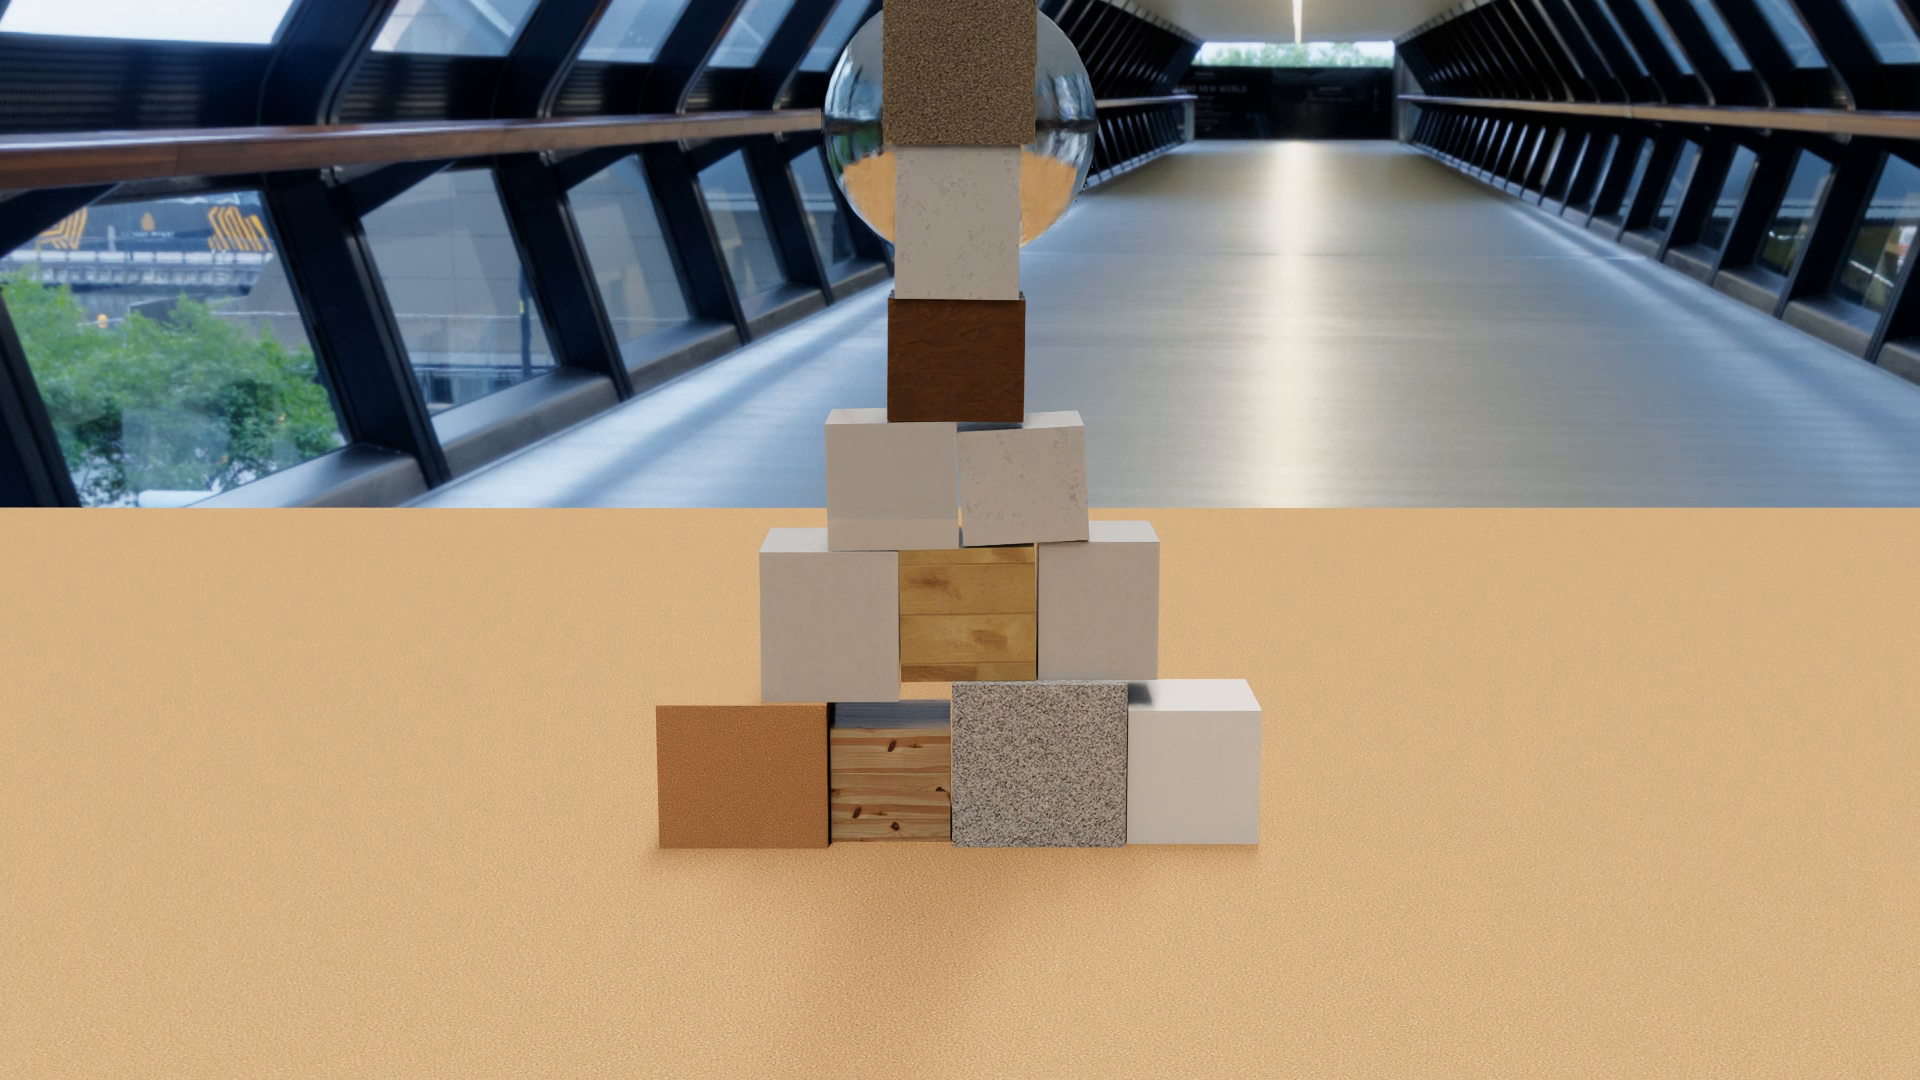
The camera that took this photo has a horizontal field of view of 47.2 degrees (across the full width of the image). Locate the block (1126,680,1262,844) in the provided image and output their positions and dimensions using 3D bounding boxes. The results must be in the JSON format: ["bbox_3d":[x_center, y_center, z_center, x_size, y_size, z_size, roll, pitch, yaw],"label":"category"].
[{"bbox_3d":[1.176,1.136,11.374,0.668,0.695,0.653,0,10,0],"label":"block"}]

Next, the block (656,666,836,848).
[{"bbox_3d":[-1.087,1.110,11.392,0.847,0.740,0.847,0,10,0],"label":"block"}]

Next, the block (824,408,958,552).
[{"bbox_3d":[-0.334,-0.316,11.103,0.646,0.632,0.622,-1,10,0],"label":"block"}]

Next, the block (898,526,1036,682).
[{"bbox_3d":[0.038,0.318,11.230,0.674,0.672,0.638,-1,10,0],"label":"block"}]

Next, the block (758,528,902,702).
[{"bbox_3d":[-0.648,0.372,11.253,0.687,0.762,0.695,0,10,0],"label":"block"}]

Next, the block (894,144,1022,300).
[{"bbox_3d":[-0.011,-1.589,10.908,0.601,0.738,0.711,1,10,0],"label":"block"}]

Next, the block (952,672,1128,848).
[{"bbox_3d":[0.397,1.059,11.392,0.871,0.841,0.823,0,10,0],"label":"block"}]

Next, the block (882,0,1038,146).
[{"bbox_3d":[-0.002,-2.352,10.772,0.724,0.811,0.759,1,10,0],"label":"block"}]

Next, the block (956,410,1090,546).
[{"bbox_3d":[0.312,-0.319,11.116,0.624,0.568,0.613,-3,10,1],"label":"block"}]

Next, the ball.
[{"bbox_3d":[0.000,-2.424,12.848,1.600,1.600,1.600,0,10,0],"label":"ball"}]

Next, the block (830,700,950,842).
[{"bbox_3d":[-0.351,1.187,11.395,0.605,0.588,0.613,0,10,0],"label":"block"}]

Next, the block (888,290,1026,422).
[{"bbox_3d":[-0.019,-0.931,11.023,0.667,0.597,0.660,1,10,0],"label":"block"}]

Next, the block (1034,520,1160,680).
[{"bbox_3d":[0.690,0.300,11.248,0.599,0.703,0.608,0,10,0],"label":"block"}]
